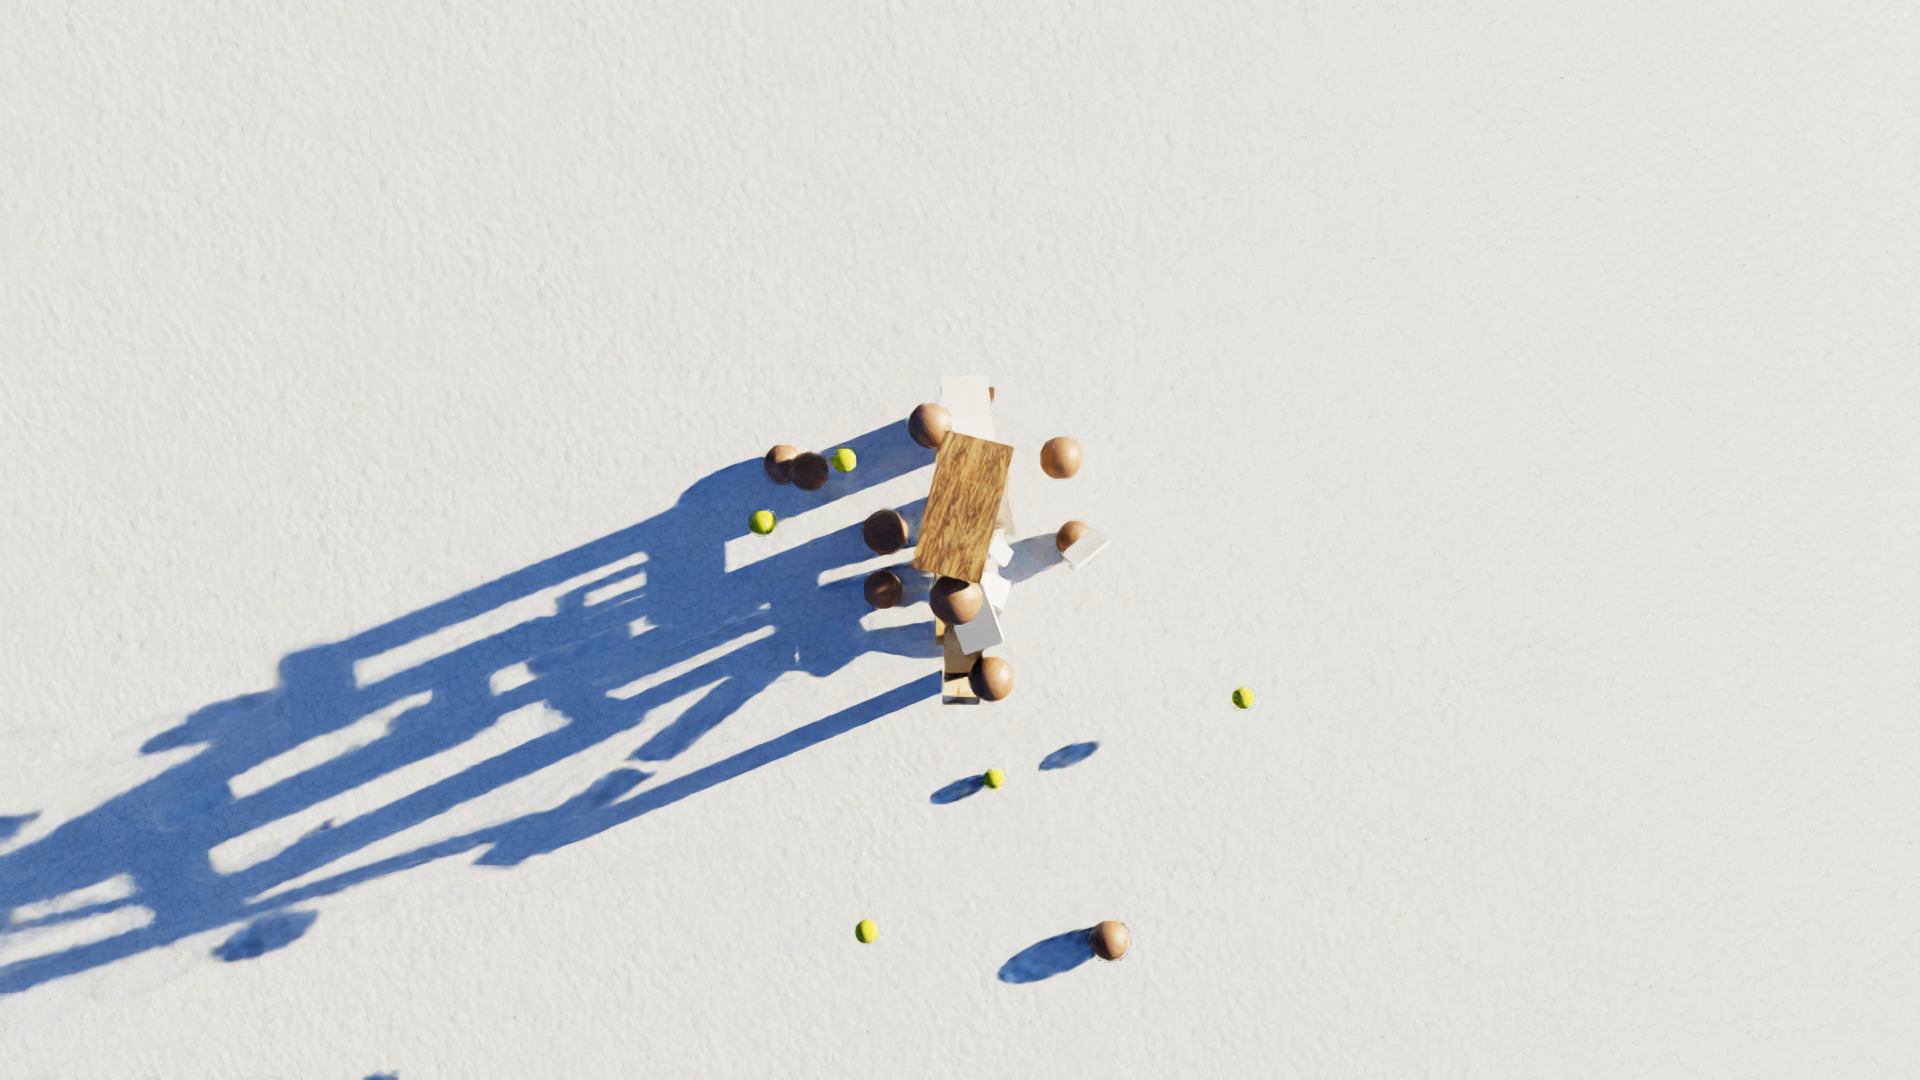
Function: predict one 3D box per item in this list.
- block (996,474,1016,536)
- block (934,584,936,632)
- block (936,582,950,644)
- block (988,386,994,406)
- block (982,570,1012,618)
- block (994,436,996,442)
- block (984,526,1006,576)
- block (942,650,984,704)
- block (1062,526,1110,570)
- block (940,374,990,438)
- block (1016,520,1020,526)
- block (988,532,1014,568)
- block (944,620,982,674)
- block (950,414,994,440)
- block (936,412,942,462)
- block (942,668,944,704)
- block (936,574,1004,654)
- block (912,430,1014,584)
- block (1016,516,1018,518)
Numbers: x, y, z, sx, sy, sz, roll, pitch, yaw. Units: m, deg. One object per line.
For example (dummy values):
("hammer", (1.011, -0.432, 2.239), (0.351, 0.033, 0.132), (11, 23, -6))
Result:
("block", (0.051, -0.091, 4.206), (0.167, 0.556, 0.047), (5, 80, 5))
("block", (0.004, 0.194, 4.839), (0.164, 0.459, 0.046), (-3, 99, -1))
("block", (0.013, 0.123, 4.567), (0.164, 0.046, 0.328), (0, 101, -1))
("block", (0.023, -0.431, 5.126), (0.137, 0.745, 0.039), (5, 90, -1))
("block", (0.067, 0.131, 4.189), (0.105, 0.210, 0.030), (26, 109, -1))
("block", (0.057, -0.228, 4.503), (0.107, 0.432, 0.030), (-5, 110, -3))
("block", (0.046, 0.068, 4.313), (0.108, 0.031, 0.217), (10, 84, -2))
("block", (0.010, 0.412, 5.027), (0.110, 0.221, 0.031), (2, 128, 3))
("block", (0.351, 0.023, 4.600), (0.126, 0.018, 0.063), (-38, 55, -10))
("block", (0.019, -0.331, 4.730), (0.137, 0.039, 0.275), (-3, 91, -3))
("block", (0.102, -0.067, 4.644), (0.096, 0.228, 0.027), (29, 89, -8))
("block", (0.029, -0.007, 4.127), (0.167, 0.335, 0.047), (26, 87, 12))
("block", (0.009, 0.304, 4.578), (0.105, 0.887, 0.030), (-1, 79, -1))
("block", (0.038, -0.230, 4.314), (0.107, 0.030, 0.213), (-5, 57, -3))
("block", (0.003, -0.244, 5.172), (0.153, 0.043, 0.306), (0, 90, 0))
("block", (-0.001, 0.463, 5.242), (0.110, 0.515, 0.031), (0, 94, 0))
("block", (0.026, 0.170, 4.078), (0.105, 0.030, 0.210), (-18, 101, 10))
("block", (0.007, -0.079, 3.909), (0.167, 0.047, 0.335), (14, 95, 4))
("block", (0.100, -0.083, 4.804), (0.128, 0.018, 0.064), (-5, 56, -36))
